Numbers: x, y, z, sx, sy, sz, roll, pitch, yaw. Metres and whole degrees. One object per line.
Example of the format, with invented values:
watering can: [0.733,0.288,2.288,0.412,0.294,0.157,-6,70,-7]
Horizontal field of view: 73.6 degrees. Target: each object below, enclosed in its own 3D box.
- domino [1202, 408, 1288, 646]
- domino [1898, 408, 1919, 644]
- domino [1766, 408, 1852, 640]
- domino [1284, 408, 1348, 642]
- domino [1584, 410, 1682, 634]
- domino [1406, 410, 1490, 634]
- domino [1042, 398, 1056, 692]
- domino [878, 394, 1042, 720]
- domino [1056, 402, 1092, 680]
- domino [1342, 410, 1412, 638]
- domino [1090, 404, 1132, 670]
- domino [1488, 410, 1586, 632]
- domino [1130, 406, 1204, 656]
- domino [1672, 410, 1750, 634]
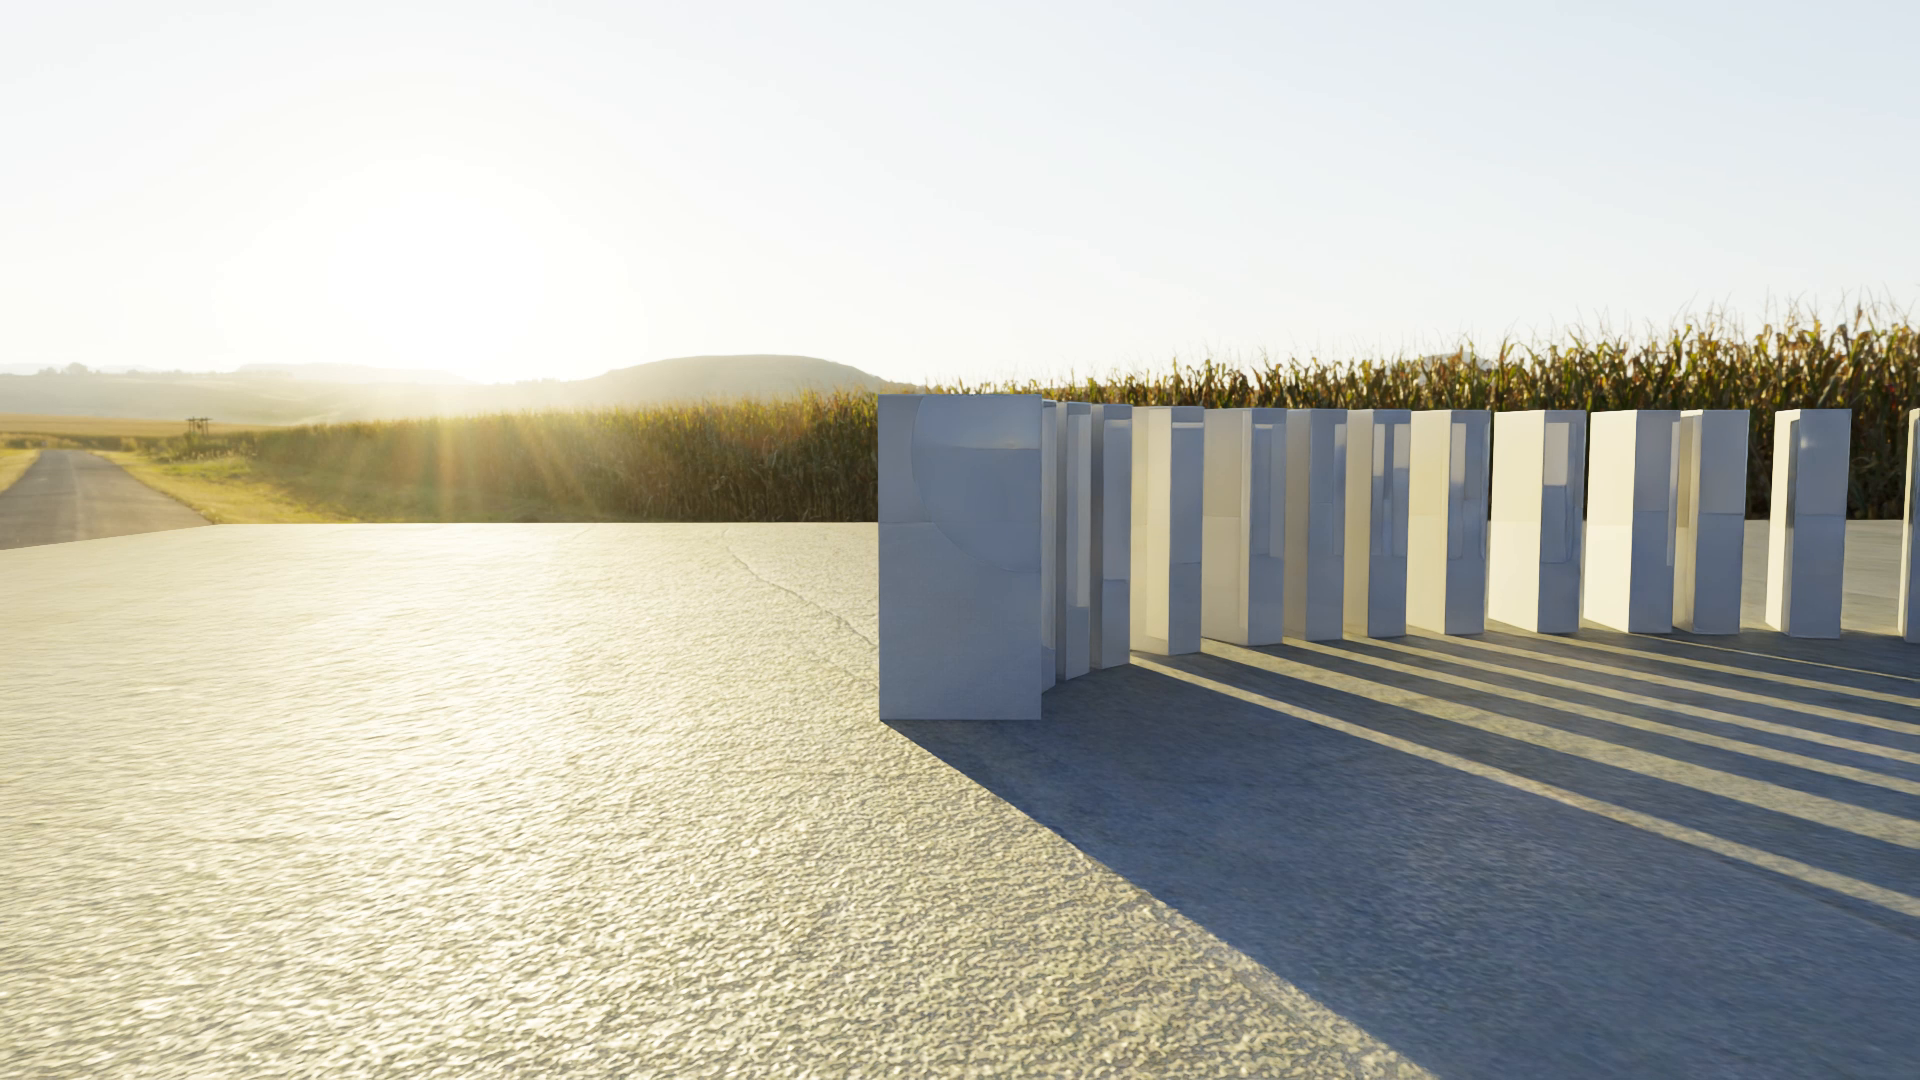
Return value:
domino: [0.059,-0.004,0.281,0.010,0.050,0.025,-2,5,-27]
domino: [0.213,-0.003,0.280,0.009,0.050,0.025,3,5,33]
domino: [0.192,-0.004,0.291,0.010,0.050,0.025,2,5,22]
domino: [0.075,-0.004,0.288,0.010,0.050,0.025,-2,5,-21]
domino: [0.156,-0.005,0.299,0.009,0.050,0.025,0,4,5]
domino: [0.111,-0.005,0.298,0.009,0.050,0.025,-1,4,-9]
domino: [0.003,0.001,0.225,0.025,0.050,0.009,2,5,21]
domino: [0.000,0.002,0.201,0.025,0.050,0.010,0,4,0]
domino: [0.011,0.000,0.239,0.025,0.050,0.009,3,5,32]
domino: [0.091,-0.004,0.293,0.009,0.050,0.025,-1,4,-15]
domino: [0.021,-0.001,0.252,0.025,0.050,0.009,4,6,41]
domino: [0.134,-0.005,0.300,0.009,0.050,0.025,0,4,-2]
domino: [0.038,-0.003,0.268,0.009,0.050,0.025,-3,5,-36]
domino: [0.171,-0.005,0.297,0.009,0.050,0.025,1,4,10]
